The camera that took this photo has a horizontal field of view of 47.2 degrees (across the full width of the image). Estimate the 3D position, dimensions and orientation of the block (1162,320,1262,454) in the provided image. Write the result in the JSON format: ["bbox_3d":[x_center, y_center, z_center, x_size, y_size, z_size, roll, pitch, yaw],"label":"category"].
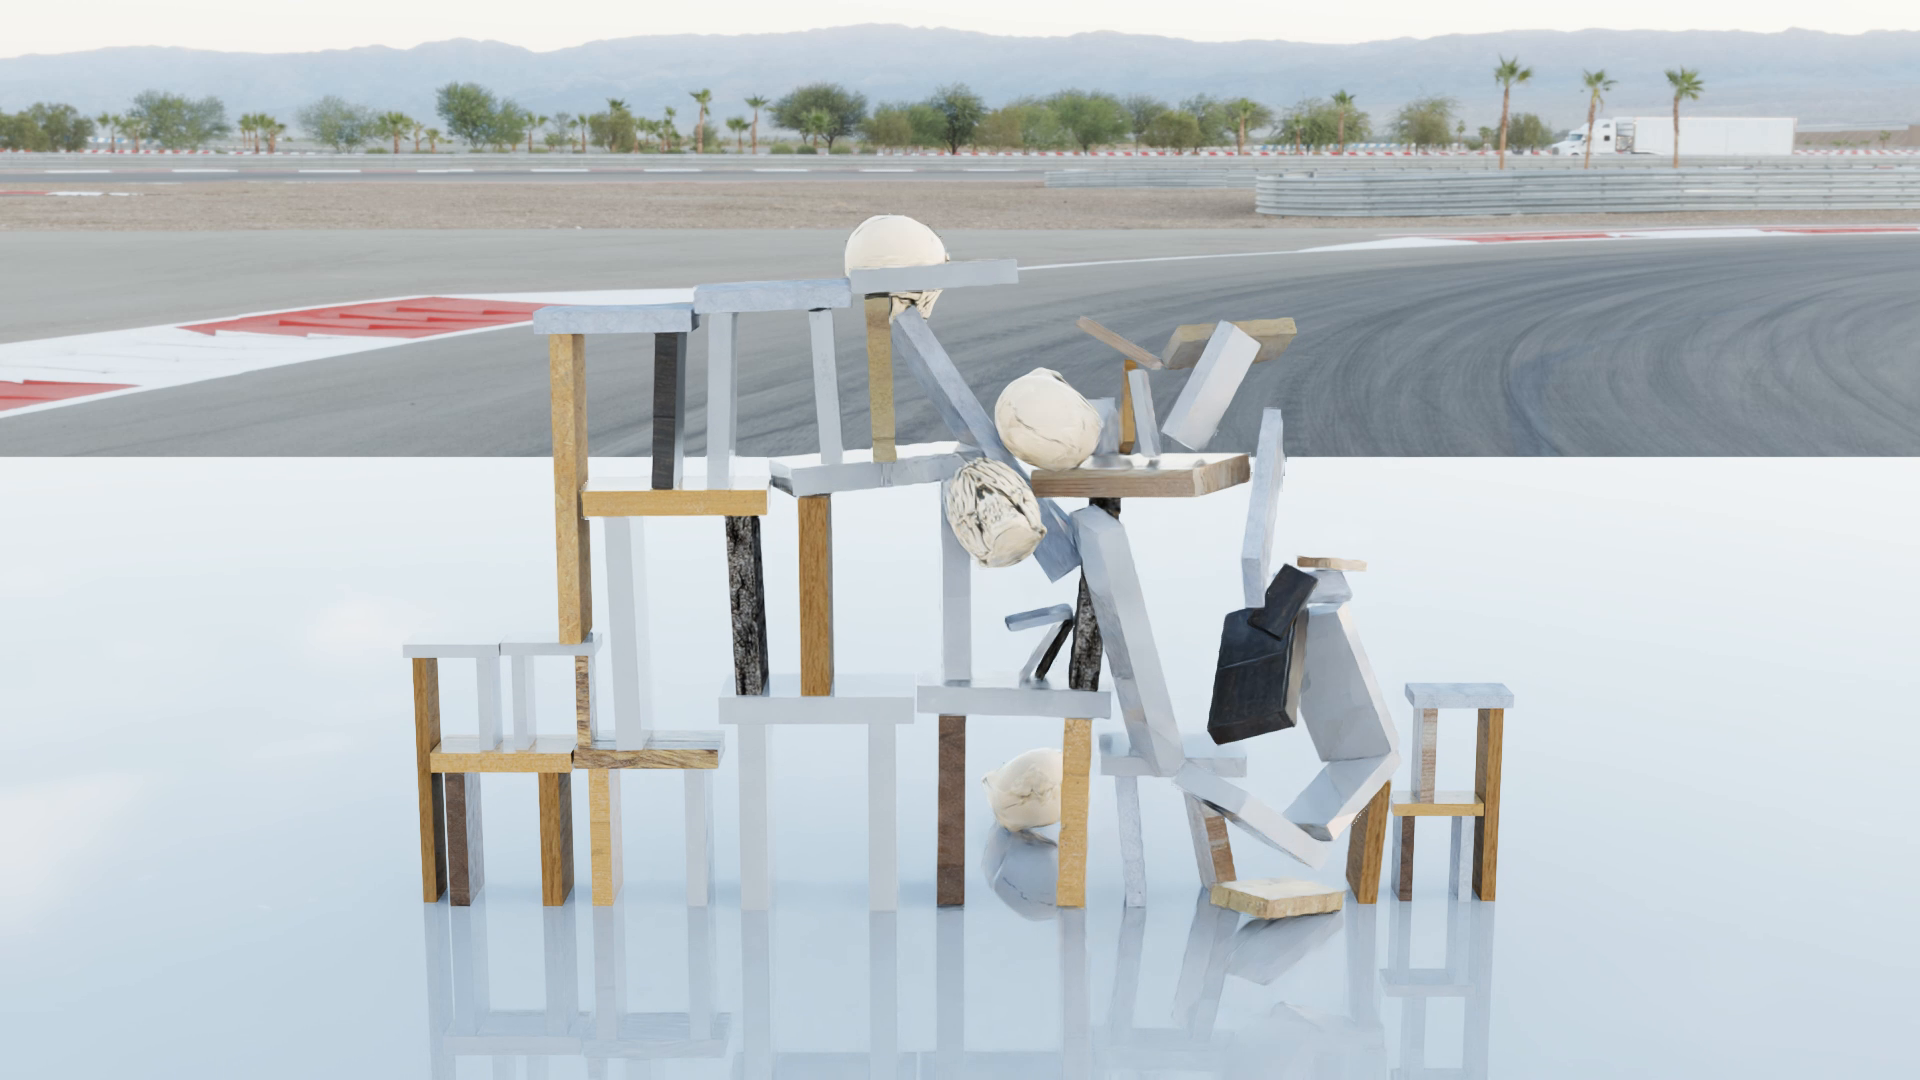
[{"bbox_3d":[0.393,-0.238,3.438,0.028,0.195,0.098,30,4,35],"label":"block"}]

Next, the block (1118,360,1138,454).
[{"bbox_3d":[0.272,-0.215,3.569,0.020,0.138,0.069,3,-16,-1],"label":"block"}]

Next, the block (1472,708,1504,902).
[{"bbox_3d":[0.873,0.428,3.642,0.023,0.329,0.081,0,11,0],"label":"block"}]

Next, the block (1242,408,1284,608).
[{"bbox_3d":[0.467,-0.053,3.384,0.028,0.098,0.366,1,40,14],"label":"block"}]

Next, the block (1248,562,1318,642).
[{"bbox_3d":[0.505,0.097,3.440,0.059,0.118,0.017,28,-22,20],"label":"block"}]

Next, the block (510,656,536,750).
[{"bbox_3d":[-0.714,0.257,3.603,0.022,0.158,0.076,0,11,0],"label":"block"}]

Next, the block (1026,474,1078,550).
[{"bbox_3d":[0.134,-0.069,3.775,0.014,0.048,0.334,-18,30,-14],"label":"block"}]

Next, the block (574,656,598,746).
[{"bbox_3d":[-0.612,0.254,3.604,0.022,0.152,0.076,0,11,-1],"label":"block"}]

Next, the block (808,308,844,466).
[{"bbox_3d":[-0.215,-0.253,3.529,0.035,0.246,0.123,-4,13,-2],"label":"block"}]

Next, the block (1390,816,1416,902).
[{"bbox_3d":[0.736,0.518,3.656,0.021,0.147,0.073,0,11,0],"label":"block"}]

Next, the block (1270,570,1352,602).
[{"bbox_3d":[0.559,0.074,3.496,0.118,0.017,0.059,0,40,-15],"label":"block"}]

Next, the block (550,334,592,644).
[{"bbox_3d":[-0.627,-0.088,3.548,0.035,0.498,0.123,0,11,-1],"label":"block"}]

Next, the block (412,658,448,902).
[{"bbox_3d":[-0.874,0.387,3.627,0.022,0.415,0.077,0,11,0],"label":"block"}]

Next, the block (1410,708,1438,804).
[{"bbox_3d":[0.765,0.346,3.627,0.023,0.161,0.081,0,11,0],"label":"block"}]

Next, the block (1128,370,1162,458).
[{"bbox_3d":[0.293,-0.199,3.482,0.020,0.138,0.069,-10,-1,15],"label":"block"}]

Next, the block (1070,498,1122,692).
[{"bbox_3d":[0.219,0.075,3.587,0.045,0.315,0.158,7,9,1],"label":"block"}]

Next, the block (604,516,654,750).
[{"bbox_3d":[-0.539,0.138,3.591,0.041,0.384,0.146,-1,11,0],"label":"block"}]

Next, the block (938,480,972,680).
[{"bbox_3d":[-0.009,0.060,3.629,0.045,0.320,0.160,-1,5,-2],"label":"block"}]

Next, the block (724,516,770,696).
[{"bbox_3d":[-0.346,0.092,3.582,0.041,0.292,0.146,-3,10,0],"label":"block"}]

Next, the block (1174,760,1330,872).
[{"bbox_3d":[0.446,0.422,3.350,0.131,0.037,0.263,24,-9,44],"label":"block"}]

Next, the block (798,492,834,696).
[{"bbox_3d":[-0.234,0.079,3.576,0.045,0.319,0.160,0,10,0],"label":"block"}]

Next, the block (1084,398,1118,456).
[{"bbox_3d":[0.238,-0.189,3.661,0.048,0.096,0.014,-4,-22,-6],"label":"block"}]

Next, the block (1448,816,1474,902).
[{"bbox_3d":[0.834,0.518,3.656,0.021,0.147,0.073,0,11,0],"label":"block"}]

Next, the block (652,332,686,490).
[{"bbox_3d":[-0.466,-0.214,3.523,0.035,0.247,0.123,3,10,-1],"label":"block"}]

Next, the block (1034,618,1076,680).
[{"bbox_3d":[0.157,0.177,3.627,0.015,0.107,0.054,29,13,0],"label":"block"}]

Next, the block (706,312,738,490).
[{"bbox_3d":[-0.380,-0.228,3.515,0.035,0.278,0.123,2,10,-1],"label":"block"}]

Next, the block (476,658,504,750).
[{"bbox_3d":[-0.771,0.259,3.603,0.022,0.155,0.077,0,11,0],"label":"block"}]

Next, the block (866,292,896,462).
[{"bbox_3d":[-0.128,-0.264,3.529,0.037,0.260,0.130,-3,12,-2],"label":"block"}]

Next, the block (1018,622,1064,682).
[{"bbox_3d":[0.133,0.179,3.623,0.015,0.107,0.054,34,12,-1],"label":"block"}]

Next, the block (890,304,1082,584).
[{"bbox_3d":[0.040,-0.155,3.634,0.037,0.503,0.130,-33,-3,-10],"label":"block"}]

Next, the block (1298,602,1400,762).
[{"bbox_3d":[0.604,0.232,3.558,0.131,0.263,0.037,-12,19,36],"label":"block"}]

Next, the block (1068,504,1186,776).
[{"bbox_3d":[0.262,0.155,3.441,0.045,0.406,0.157,-18,16,-9],"label":"block"}]

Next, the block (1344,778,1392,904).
[{"bbox_3d":[0.675,0.479,3.642,0.031,0.217,0.108,3,16,-3],"label":"block"}]
